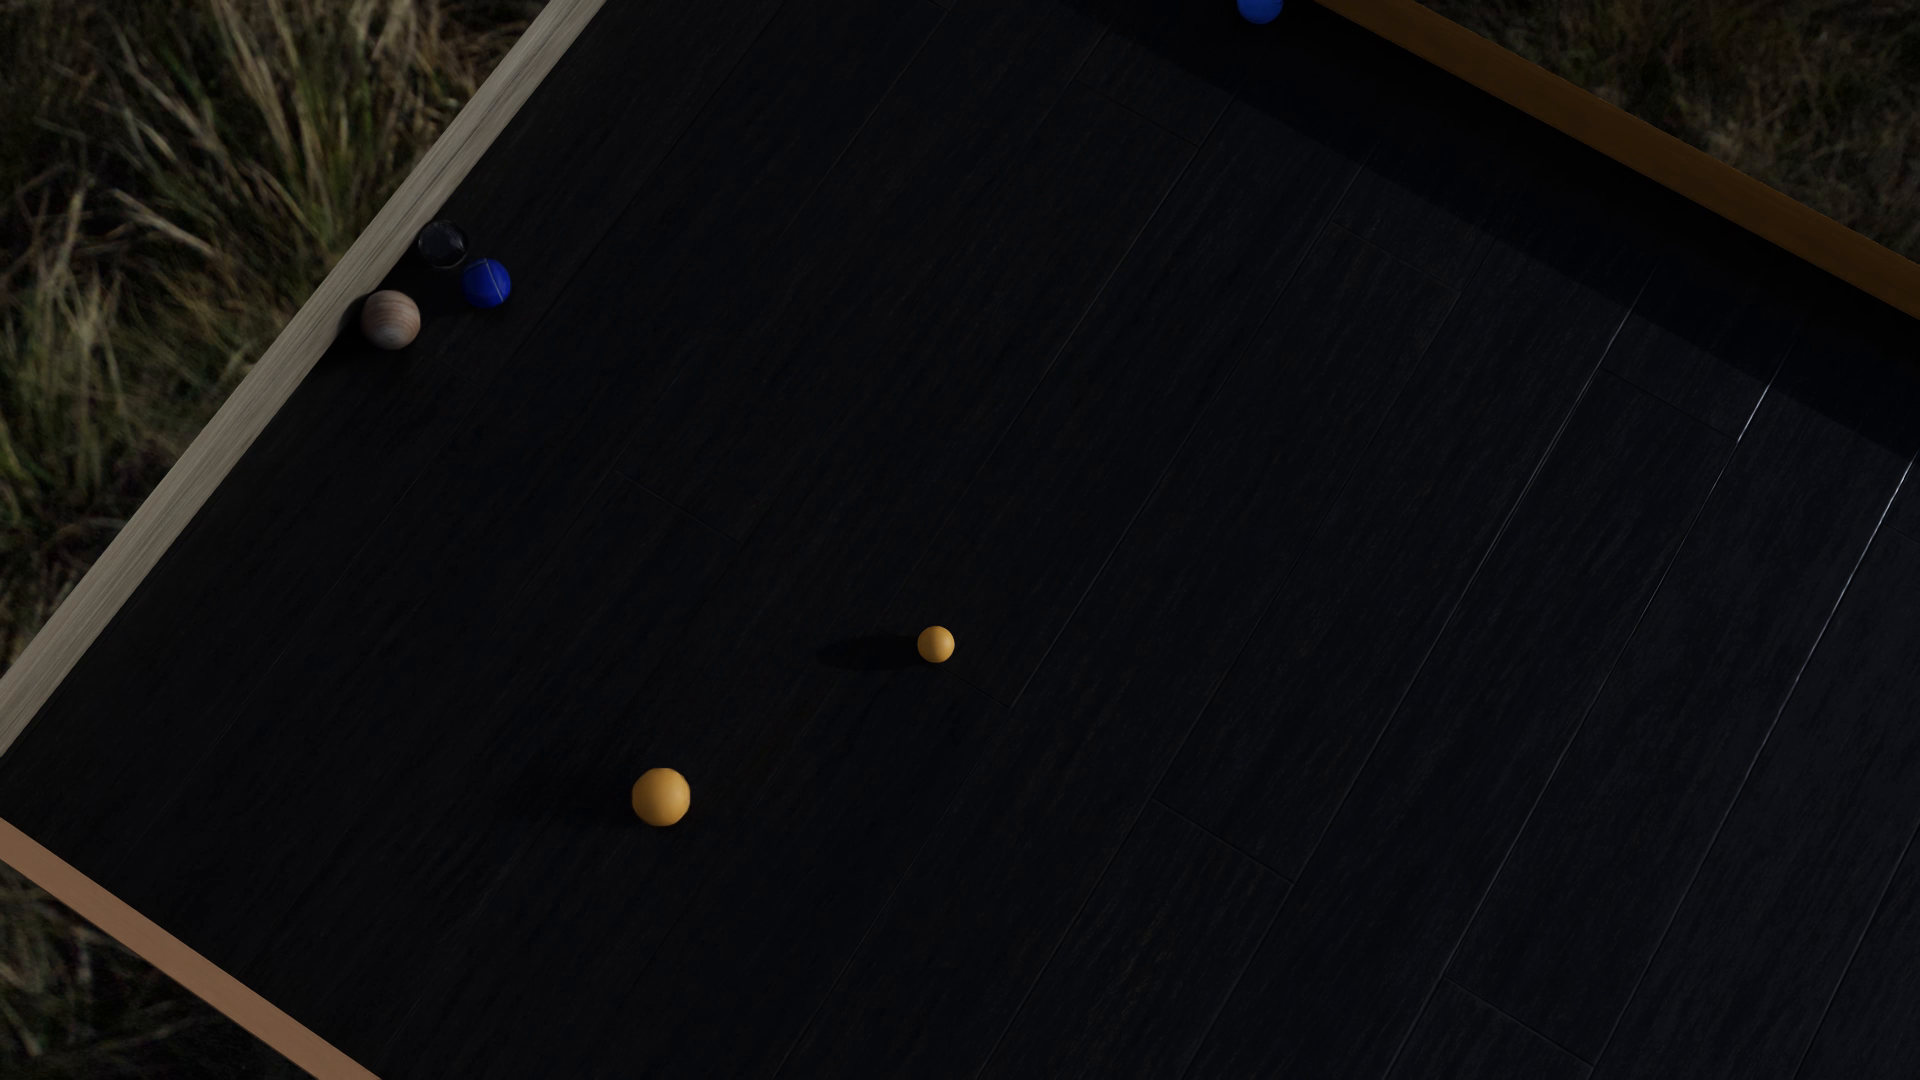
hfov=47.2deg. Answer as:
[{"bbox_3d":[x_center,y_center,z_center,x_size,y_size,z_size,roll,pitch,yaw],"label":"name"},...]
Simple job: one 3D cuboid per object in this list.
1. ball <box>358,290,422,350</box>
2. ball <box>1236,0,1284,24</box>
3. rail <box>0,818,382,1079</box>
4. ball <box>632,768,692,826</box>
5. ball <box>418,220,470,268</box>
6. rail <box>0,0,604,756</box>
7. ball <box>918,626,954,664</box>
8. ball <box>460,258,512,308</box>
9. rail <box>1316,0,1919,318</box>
[{"bbox_3d":[-0.919,-0.354,3.544,0.097,0.097,0.097,0,70,0],"label":"ball"},{"bbox_3d":[0.512,-0.922,3.755,0.081,0.081,0.081,0,70,0],"label":"ball"},{"bbox_3d":[0.283,1.453,2.884,4.277,0.127,0.045,31,73,10],"label":"rail"},{"bbox_3d":[-0.446,0.384,3.286,0.089,0.089,0.089,0,70,0],"label":"ball"},{"bbox_3d":[-0.845,-0.484,3.599,0.080,0.080,0.080,0,70,0],"label":"ball"},{"bbox_3d":[-0.883,-0.535,3.592,0.045,0.127,2.363,31,73,10],"label":"rail"},{"bbox_3d":[-0.037,0.161,3.382,0.057,0.057,0.057,0,70,0],"label":"ball"},{"bbox_3d":[-0.771,-0.418,3.575,0.082,0.082,0.082,0,70,0],"label":"ball"},{"bbox_3d":[1.523,-0.390,3.540,4.277,0.127,0.045,31,73,10],"label":"rail"}]
